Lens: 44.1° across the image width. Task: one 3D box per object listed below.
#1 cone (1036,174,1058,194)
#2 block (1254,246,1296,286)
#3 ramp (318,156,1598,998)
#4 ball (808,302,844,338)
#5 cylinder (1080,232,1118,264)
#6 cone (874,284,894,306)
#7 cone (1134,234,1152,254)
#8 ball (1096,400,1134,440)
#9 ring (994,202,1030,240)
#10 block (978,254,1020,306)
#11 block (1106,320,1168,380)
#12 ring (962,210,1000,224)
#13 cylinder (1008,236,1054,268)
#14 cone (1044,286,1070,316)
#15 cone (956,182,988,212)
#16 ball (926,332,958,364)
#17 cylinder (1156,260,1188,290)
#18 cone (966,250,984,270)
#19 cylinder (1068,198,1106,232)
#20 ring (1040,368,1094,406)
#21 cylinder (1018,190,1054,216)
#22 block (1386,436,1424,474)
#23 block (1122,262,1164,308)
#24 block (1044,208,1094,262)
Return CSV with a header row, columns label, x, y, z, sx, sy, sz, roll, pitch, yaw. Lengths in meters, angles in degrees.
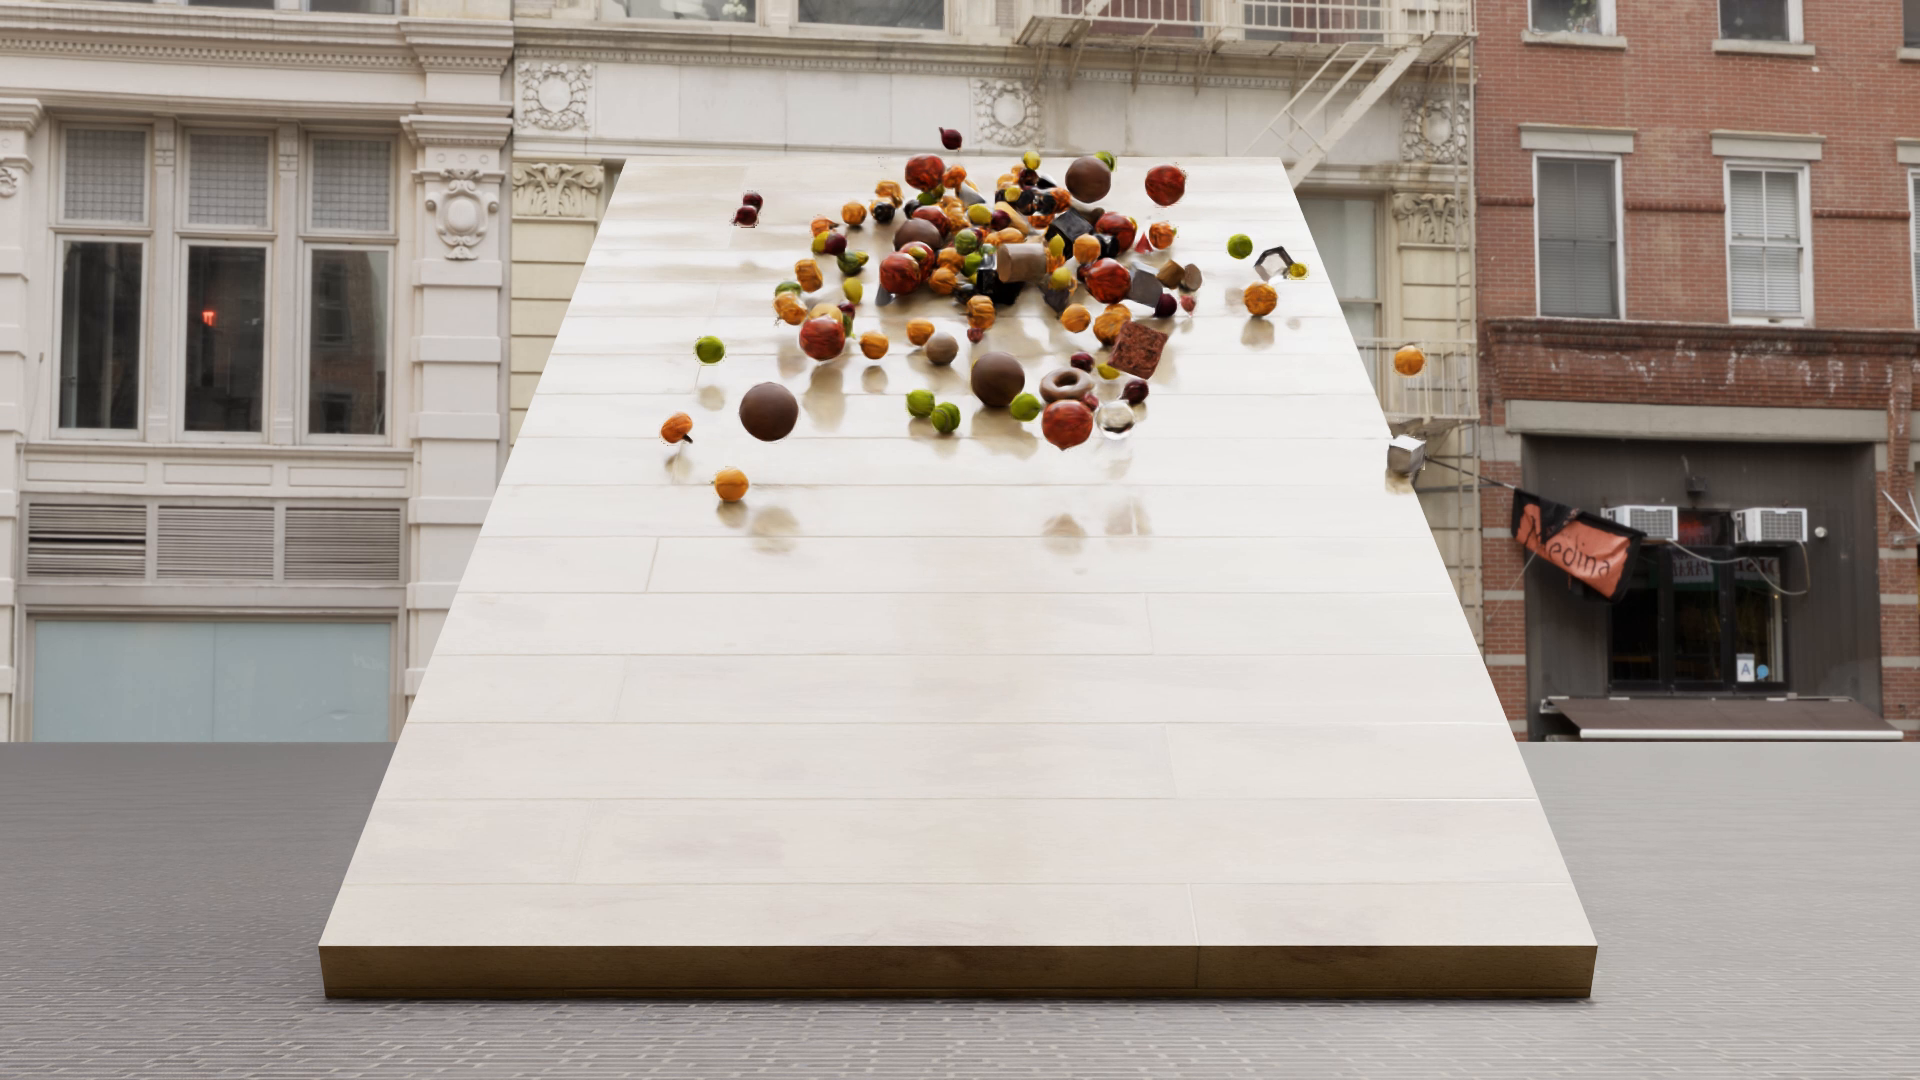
label,x,y,z,sx,sy,sz,roll,pitch,yaw
cone,0.268,-1.026,6.876,0.066,0.066,0.066,3,10,-33
block,0.834,-0.729,6.292,0.067,0.067,0.067,-18,-26,-31
ramp,-0.010,-0.227,5.509,2.000,0.100,4.000,0,27,0
ball,-0.331,-0.540,5.837,0.089,0.089,0.089,0,-5,0
cylinder,0.378,-0.793,6.430,0.078,0.078,0.078,13,1,24
cone,-0.202,-0.644,6.148,0.052,0.052,0.052,-10,36,7
cone,0.505,-0.823,6.519,0.052,0.052,0.052,0,27,0
ball,0.353,-0.273,5.394,0.088,0.088,0.088,0,-5,0
ring,0.144,-0.890,6.595,0.042,0.126,0.126,-41,-17,13
block,0.101,-0.679,6.180,0.094,0.094,0.094,6,31,11
block,0.396,-0.424,5.294,0.096,0.096,0.096,21,-4,-4
ring,0.062,-0.911,6.675,0.116,0.039,0.116,-2,7,0
cylinder,0.181,-0.755,6.323,0.095,0.095,0.095,-23,11,-39
cone,0.257,-0.602,6.105,0.071,0.071,0.071,-8,-36,-5
cone,0.042,-0.978,6.798,0.089,0.089,0.089,10,-5,-2
ball,-0.045,-0.468,5.784,0.081,0.081,0.081,0,-5,0
cylinder,0.533,-0.669,5.981,0.058,0.058,0.058,39,1,-1
cone,0.047,-0.752,6.408,0.054,0.054,0.054,-1,0,10
cylinder,0.355,-0.912,6.659,0.076,0.076,0.076,32,17,38
ring,0.253,-0.362,5.603,0.131,0.044,0.131,-5,37,4
cylinder,0.210,-0.933,6.561,0.072,0.072,0.072,-4,4,42
block,0.990,-0.189,5.265,0.059,0.059,0.059,20,33,34
block,0.473,-0.654,6.073,0.083,0.083,0.083,17,19,-9
block,0.290,-0.813,6.309,0.085,0.085,0.085,-36,-16,-28
